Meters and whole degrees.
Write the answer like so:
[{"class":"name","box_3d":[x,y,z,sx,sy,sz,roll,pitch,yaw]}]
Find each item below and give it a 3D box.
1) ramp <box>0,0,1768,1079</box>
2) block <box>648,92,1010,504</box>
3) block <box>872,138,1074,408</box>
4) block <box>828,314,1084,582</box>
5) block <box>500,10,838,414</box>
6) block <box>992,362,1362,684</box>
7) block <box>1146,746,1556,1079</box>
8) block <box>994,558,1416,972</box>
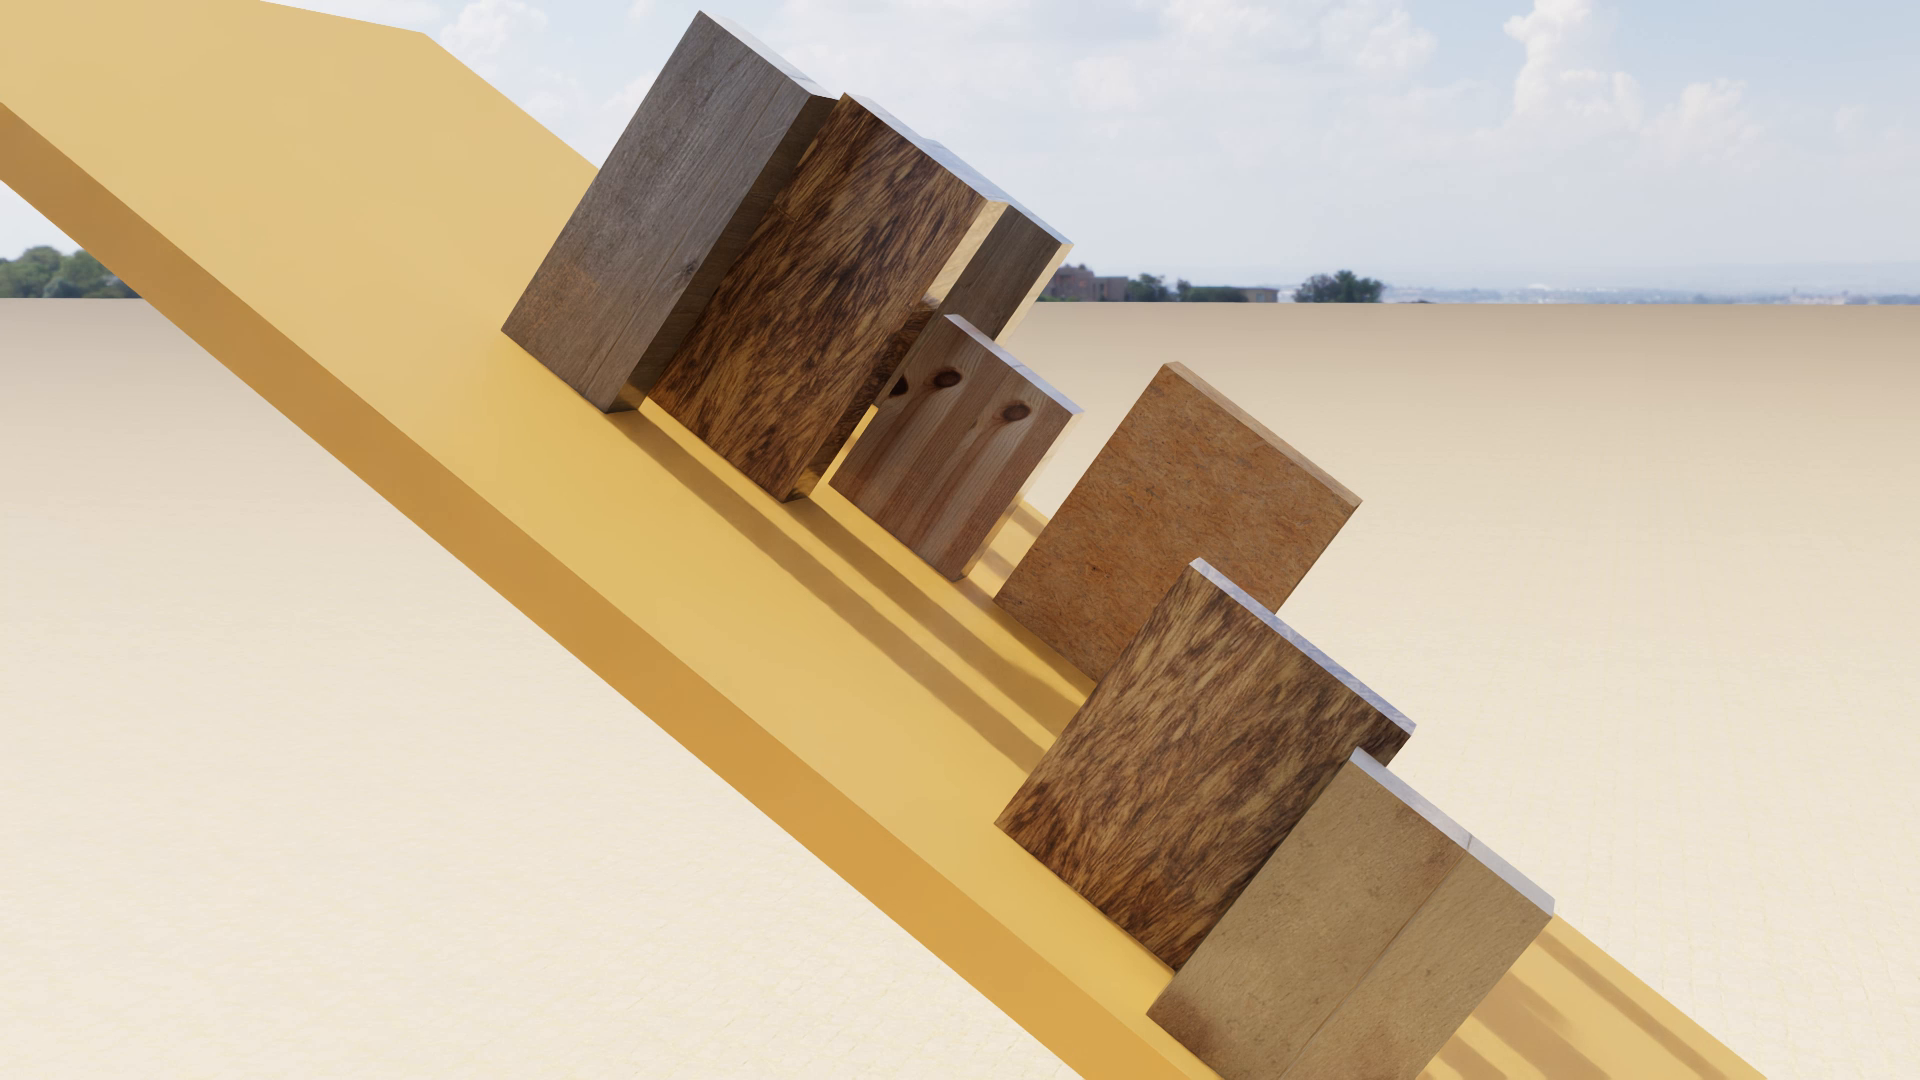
[{"class":"ramp","box_3d":[-0.074,0.140,4.074,4.000,0.100,2.000,38,16,10]},{"class":"block","box_3d":[-0.243,-0.433,3.975,0.326,0.664,0.134,38,16,10]},{"class":"block","box_3d":[-0.068,-0.557,4.928,0.396,0.545,0.112,38,16,10]},{"class":"block","box_3d":[-0.009,-0.176,4.204,0.312,0.401,0.095,38,16,10]},{"class":"block","box_3d":[-0.506,-0.560,3.803,0.245,0.661,0.133,38,16,10]},{"class":"block","box_3d":[0.411,0.021,4.192,0.441,0.567,0.136,38,16,10]},{"class":"block","box_3d":[0.530,0.572,3.012,0.331,0.468,0.091,38,16,10]},{"class":"block","box_3d":[0.356,0.347,3.248,0.398,0.500,0.083,38,16,10]}]
